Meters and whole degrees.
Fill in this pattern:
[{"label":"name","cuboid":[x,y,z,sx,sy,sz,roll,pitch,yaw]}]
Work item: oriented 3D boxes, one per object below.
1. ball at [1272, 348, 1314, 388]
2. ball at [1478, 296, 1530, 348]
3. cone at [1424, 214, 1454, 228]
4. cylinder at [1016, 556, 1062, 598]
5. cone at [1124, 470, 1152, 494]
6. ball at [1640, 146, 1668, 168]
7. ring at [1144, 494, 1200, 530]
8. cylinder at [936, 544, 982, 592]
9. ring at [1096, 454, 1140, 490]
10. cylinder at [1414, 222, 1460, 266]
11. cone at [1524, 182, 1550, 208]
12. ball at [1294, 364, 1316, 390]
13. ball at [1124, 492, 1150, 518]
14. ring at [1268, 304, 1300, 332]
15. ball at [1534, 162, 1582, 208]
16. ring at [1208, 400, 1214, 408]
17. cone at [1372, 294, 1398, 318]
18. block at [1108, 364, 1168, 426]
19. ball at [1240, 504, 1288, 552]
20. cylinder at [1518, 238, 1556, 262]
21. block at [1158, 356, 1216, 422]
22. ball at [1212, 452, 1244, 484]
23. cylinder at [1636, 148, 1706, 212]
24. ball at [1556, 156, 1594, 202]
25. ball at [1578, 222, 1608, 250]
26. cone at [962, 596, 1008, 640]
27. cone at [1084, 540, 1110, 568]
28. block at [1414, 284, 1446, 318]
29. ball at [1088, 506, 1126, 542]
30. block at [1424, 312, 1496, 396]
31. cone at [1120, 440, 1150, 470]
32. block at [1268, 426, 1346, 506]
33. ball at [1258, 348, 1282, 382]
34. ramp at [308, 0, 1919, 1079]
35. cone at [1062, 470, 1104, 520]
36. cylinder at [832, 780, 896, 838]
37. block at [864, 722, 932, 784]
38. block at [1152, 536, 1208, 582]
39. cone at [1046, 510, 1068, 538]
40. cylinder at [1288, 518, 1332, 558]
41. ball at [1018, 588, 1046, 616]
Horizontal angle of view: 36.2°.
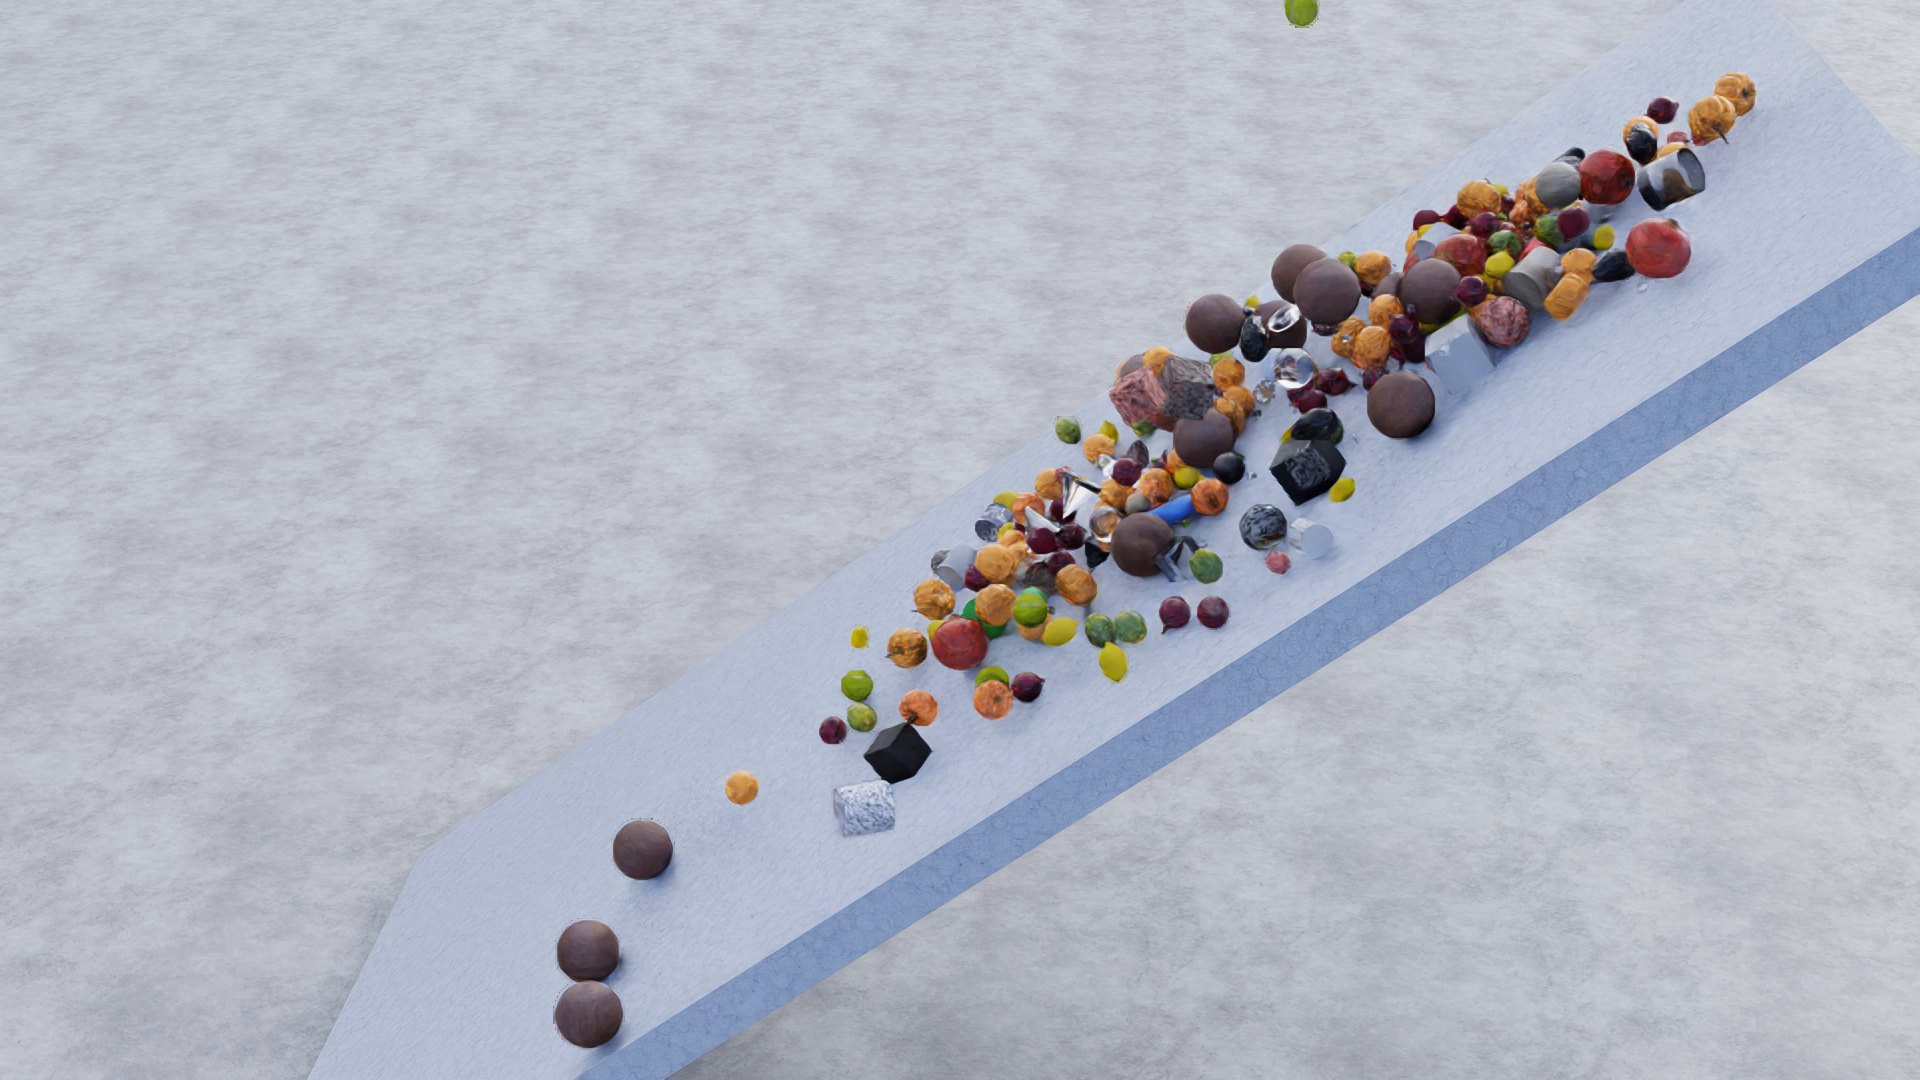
[{"label":"ball","cuboid":[0.655,-0.337,5.772,0.081,0.081,0.081,0,22,0]},{"label":"ball","cuboid":[1.035,-0.415,5.597,0.098,0.098,0.098,0,22,0]},{"label":"cone","cuboid":[1.034,-0.691,6.431,0.067,0.067,0.067,-42,15,14]},{"label":"cylinder","cuboid":[0.164,0.078,6.183,0.080,0.080,0.080,-5,9,-11]},{"label":"cone","cuboid":[0.393,-0.132,6.368,0.061,0.061,0.061,-16,27,-30]},{"label":"ball","cuboid":[1.382,-0.752,5.847,0.061,0.061,0.061,0,22,0]},{"label":"ring","cuboid":[0.431,-0.056,5.981,0.126,0.042,0.126,-24,-1,-1]},{"label":"cylinder","cuboid":[-0.001,0.062,6.607,0.076,0.076,0.076,16,50,33]},{"label":"ring","cuboid":[0.328,-0.142,6.132,0.107,0.036,0.107,35,7,-5]},{"label":"cylinder","cuboid":[0.966,-0.599,5.962,0.066,0.066,0.066,19,51,39]},{"label":"cone","cuboid":[1.194,-0.692,5.992,0.065,0.065,0.065,-17,49,-36]},{"label":"ball","cuboid":[0.711,-0.358,6.199,0.080,0.080,0.080,0,22,0]},{"label":"ball","cuboid":[0.362,-0.070,5.994,0.054,0.054,0.054,0,22,0]},{"label":"ring","cuboid":[0.690,-0.472,6.260,0.077,0.026,0.077,-31,22,14]},{"label":"ball","cuboid":[1.173,-0.695,5.765,0.091,0.091,0.091,0,22,0]},{"label":"ring","cuboid":[0.490,-0.303,6.218,0.093,0.031,0.093,11,20,-4]},{"label":"cone","cuboid":[0.889,-0.506,6.217,0.054,0.054,0.054,38,40,29]},{"label":"block","cuboid":[0.345,-0.280,5.705,0.075,0.075,0.075,-25,15,25]},{"label":"ball","cuboid":[0.572,-0.023,5.540,0.090,0.090,0.090,0,22,0]},{"label":"cylinder","cuboid":[1.131,-0.554,5.758,0.058,0.058,0.058,12,40,27]},{"label":"block","cuboid":[0.446,-0.300,5.816,0.086,0.086,0.086,9,34,-14]},{"label":"ball","cuboid":[0.547,-0.145,5.989,0.066,0.066,0.066,0,22,0]},{"label":"cylinder","cuboid":[1.366,-0.693,5.652,0.093,0.093,0.093,-25,2,41]},{"label":"ball","cuboid":[1.236,-0.731,5.965,0.095,0.095,0.095,0,22,0]},{"label":"ball","cuboid":[1.234,-0.591,5.734,0.054,0.054,0.054,0,22,0]},{"label":"cone","cuboid":[0.054,0.153,6.210,0.097,0.097,0.097,1,14,3]},{"label":"cone","cuboid":[0.274,0.021,6.146,0.057,0.057,0.057,-36,16,12]},{"label":"block","cuboid":[0.979,-0.494,6.119,0.059,0.059,0.059,0,24,2]},{"label":"ball","cuboid":[0.296,-0.032,5.926,0.073,0.073,0.073,0,22,0]},{"label":"block","cuboid":[0.954,-0.354,5.609,0.097,0.097,0.097,-32,17,21]},{"label":"cone","cuboid":[0.351,-0.171,6.092,0.060,0.060,0.060,-13,7,46]},{"label":"block","cuboid":[0.669,-0.143,5.656,0.094,0.094,0.094,-27,19,35]},{"label":"ball","cuboid":[0.629,-0.348,5.866,0.068,0.068,0.068,0,22,0]},{"label":"ramp","cuboid":[0.131,0.178,6.318,4.000,0.100,2.000,-34,16,16]},{"label":"cone","cuboid":[0.231,-0.083,6.019,0.093,0.093,0.093,26,8,-4]},{"label":"cylinder","cuboid":[-0.175,0.491,5.365,0.094,0.094,0.094,-9,24,-15]},{"label":"block","cuboid":[-0.123,0.424,5.847,0.081,0.081,0.081,-23,22,44]},{"label":"block","cuboid":[0.430,0.037,5.738,0.064,0.064,0.064,-45,17,-22]},{"label":"cone","cuboid":[0.224,-0.027,6.500,0.092,0.092,0.092,-4,25,2]},{"label":"cylinder","cuboid":[0.638,-0.004,5.357,0.063,0.063,0.063,-6,12,-14]},{"label":"ball","cuboid":[0.151,0.127,6.117,0.058,0.058,0.058,0,22,0]}]
